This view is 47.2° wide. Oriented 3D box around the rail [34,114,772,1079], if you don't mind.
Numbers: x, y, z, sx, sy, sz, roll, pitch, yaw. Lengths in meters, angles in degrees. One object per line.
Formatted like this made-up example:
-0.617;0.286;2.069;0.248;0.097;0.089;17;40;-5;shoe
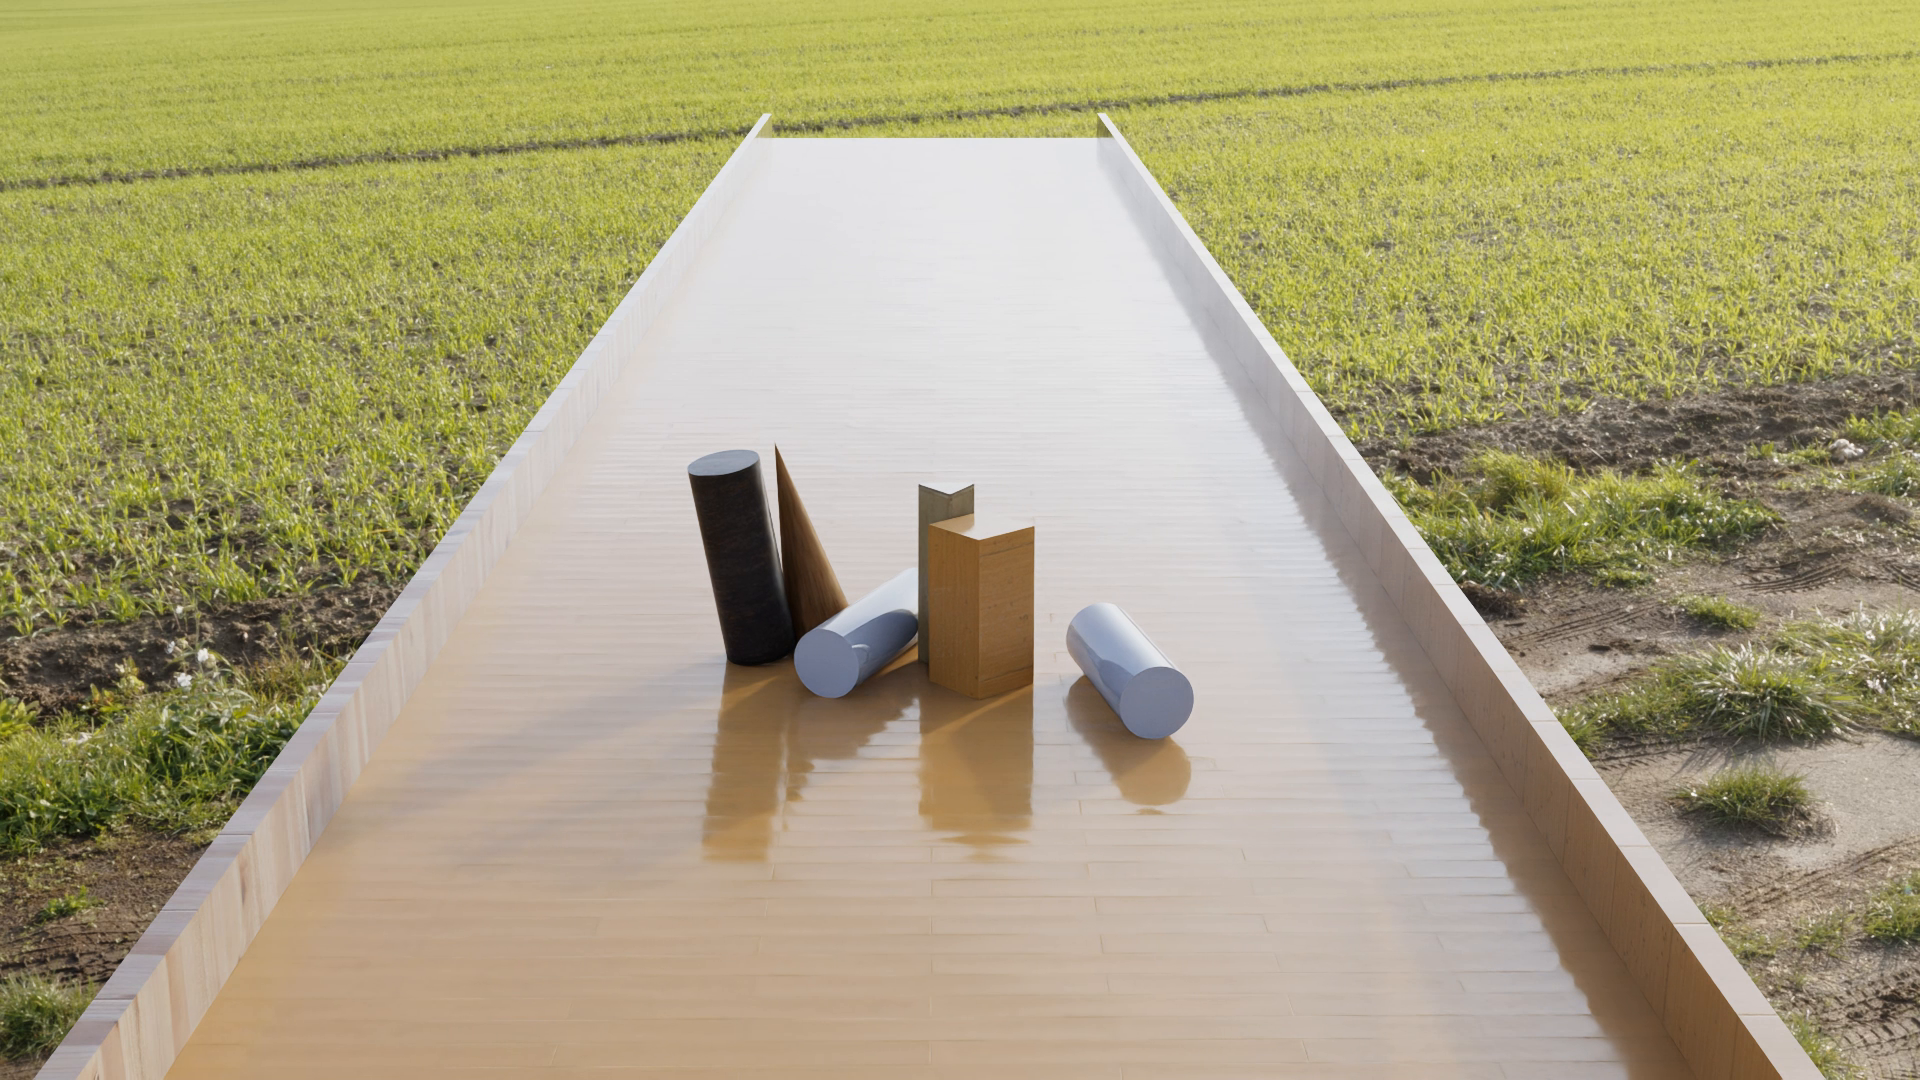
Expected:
-1.118;-0.838;7.780;0.050;0.150;12.000;0;17;-1;rail

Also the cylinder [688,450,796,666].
-0.431;0.035;4.363;0.143;0.406;0.143;-8;22;3;cylinder

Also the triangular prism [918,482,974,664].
-0.013;0.068;4.359;0.094;0.360;0.109;-9;17;-34;triangular prism

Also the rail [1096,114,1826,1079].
0.932;-0.844;7.801;0.050;0.150;12.000;0;17;-1;rail

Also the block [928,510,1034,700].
0.042;0.124;4.249;0.144;0.319;0.144;-14;22;-40;block

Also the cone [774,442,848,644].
-0.327;-0.002;4.456;0.151;0.422;0.151;-11;18;4;cone

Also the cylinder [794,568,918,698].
-0.169;0.180;4.381;0.139;0.139;0.430;7;18;22;cylinder

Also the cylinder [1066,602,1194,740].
0.317;0.243;4.163;0.141;0.141;0.376;-4;17;-12;cylinder
